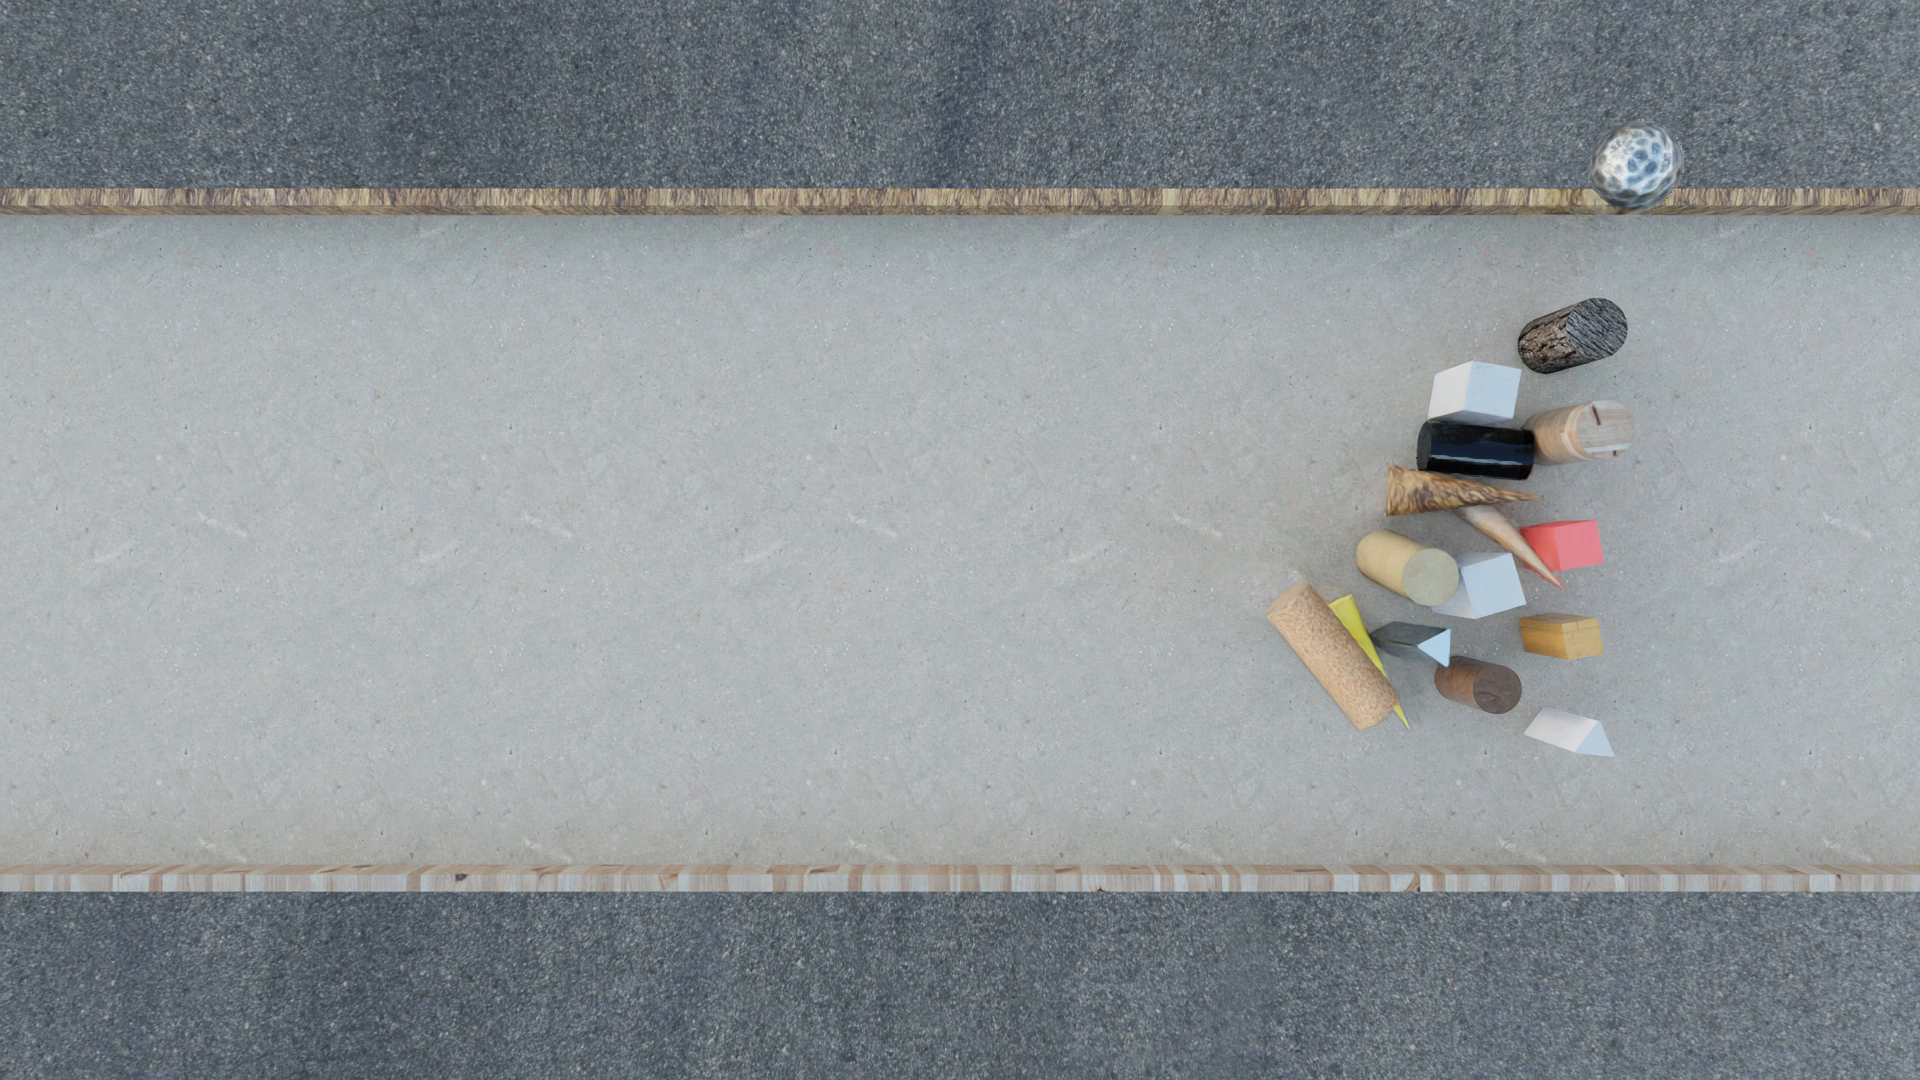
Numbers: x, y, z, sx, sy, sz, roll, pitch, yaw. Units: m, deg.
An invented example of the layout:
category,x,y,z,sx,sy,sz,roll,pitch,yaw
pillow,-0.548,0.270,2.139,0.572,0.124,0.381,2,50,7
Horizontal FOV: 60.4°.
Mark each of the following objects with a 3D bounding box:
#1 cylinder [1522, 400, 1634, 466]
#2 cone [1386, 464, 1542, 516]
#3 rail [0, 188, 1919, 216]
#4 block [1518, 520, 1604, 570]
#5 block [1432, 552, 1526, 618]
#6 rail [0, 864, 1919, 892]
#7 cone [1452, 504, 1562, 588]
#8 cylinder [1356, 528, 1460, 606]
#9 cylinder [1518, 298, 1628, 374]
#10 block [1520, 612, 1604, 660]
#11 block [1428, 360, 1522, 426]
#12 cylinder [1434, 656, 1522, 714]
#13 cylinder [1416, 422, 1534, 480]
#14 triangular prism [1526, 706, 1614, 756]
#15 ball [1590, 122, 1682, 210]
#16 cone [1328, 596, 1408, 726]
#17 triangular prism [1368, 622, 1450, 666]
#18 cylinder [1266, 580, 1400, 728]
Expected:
category,x,y,z,sx,sy,sz,roll,pitch,yaw
cylinder,1.814,-0.312,4.869,0.169,0.407,0.169,0,90,-3
cone,1.514,-0.138,4.941,0.454,0.158,0.158,4,90,15
rail,-2.247,-1.025,5.002,12.000,0.150,0.050,0,90,0
block,1.788,0.015,4.921,0.126,0.311,0.126,-10,90,0
block,1.506,0.130,4.867,0.150,0.420,0.150,-16,90,0
rail,-2.247,1.025,5.001,12.000,0.150,0.050,0,90,0
cone,1.646,0.010,4.888,0.114,0.114,0.440,-35,49,0
cylinder,1.308,0.076,4.844,0.164,0.446,0.164,0,97,-3
cylinder,1.803,-0.599,4.873,0.175,0.407,0.175,0,90,0
block,1.781,0.283,4.897,0.104,0.359,0.104,-11,90,0
block,1.520,-0.429,4.891,0.142,0.370,0.142,10,90,0
cylinder,1.531,0.426,4.888,0.141,0.378,0.141,0,90,0
cylinder,1.561,-0.270,5.000,0.310,0.154,0.154,5,90,0
triangular prism,1.796,0.557,4.864,0.108,0.425,0.094,7,90,0
ball,1.926,-1.066,4.704,0.246,0.246,0.246,0,90,0
cone,1.258,0.389,5.029,0.113,0.113,0.448,-32,92,0
triangular prism,1.332,0.289,4.854,0.104,0.443,0.090,34,87,-4
cylinder,1.118,0.343,4.945,0.160,0.160,0.444,-39,93,0
